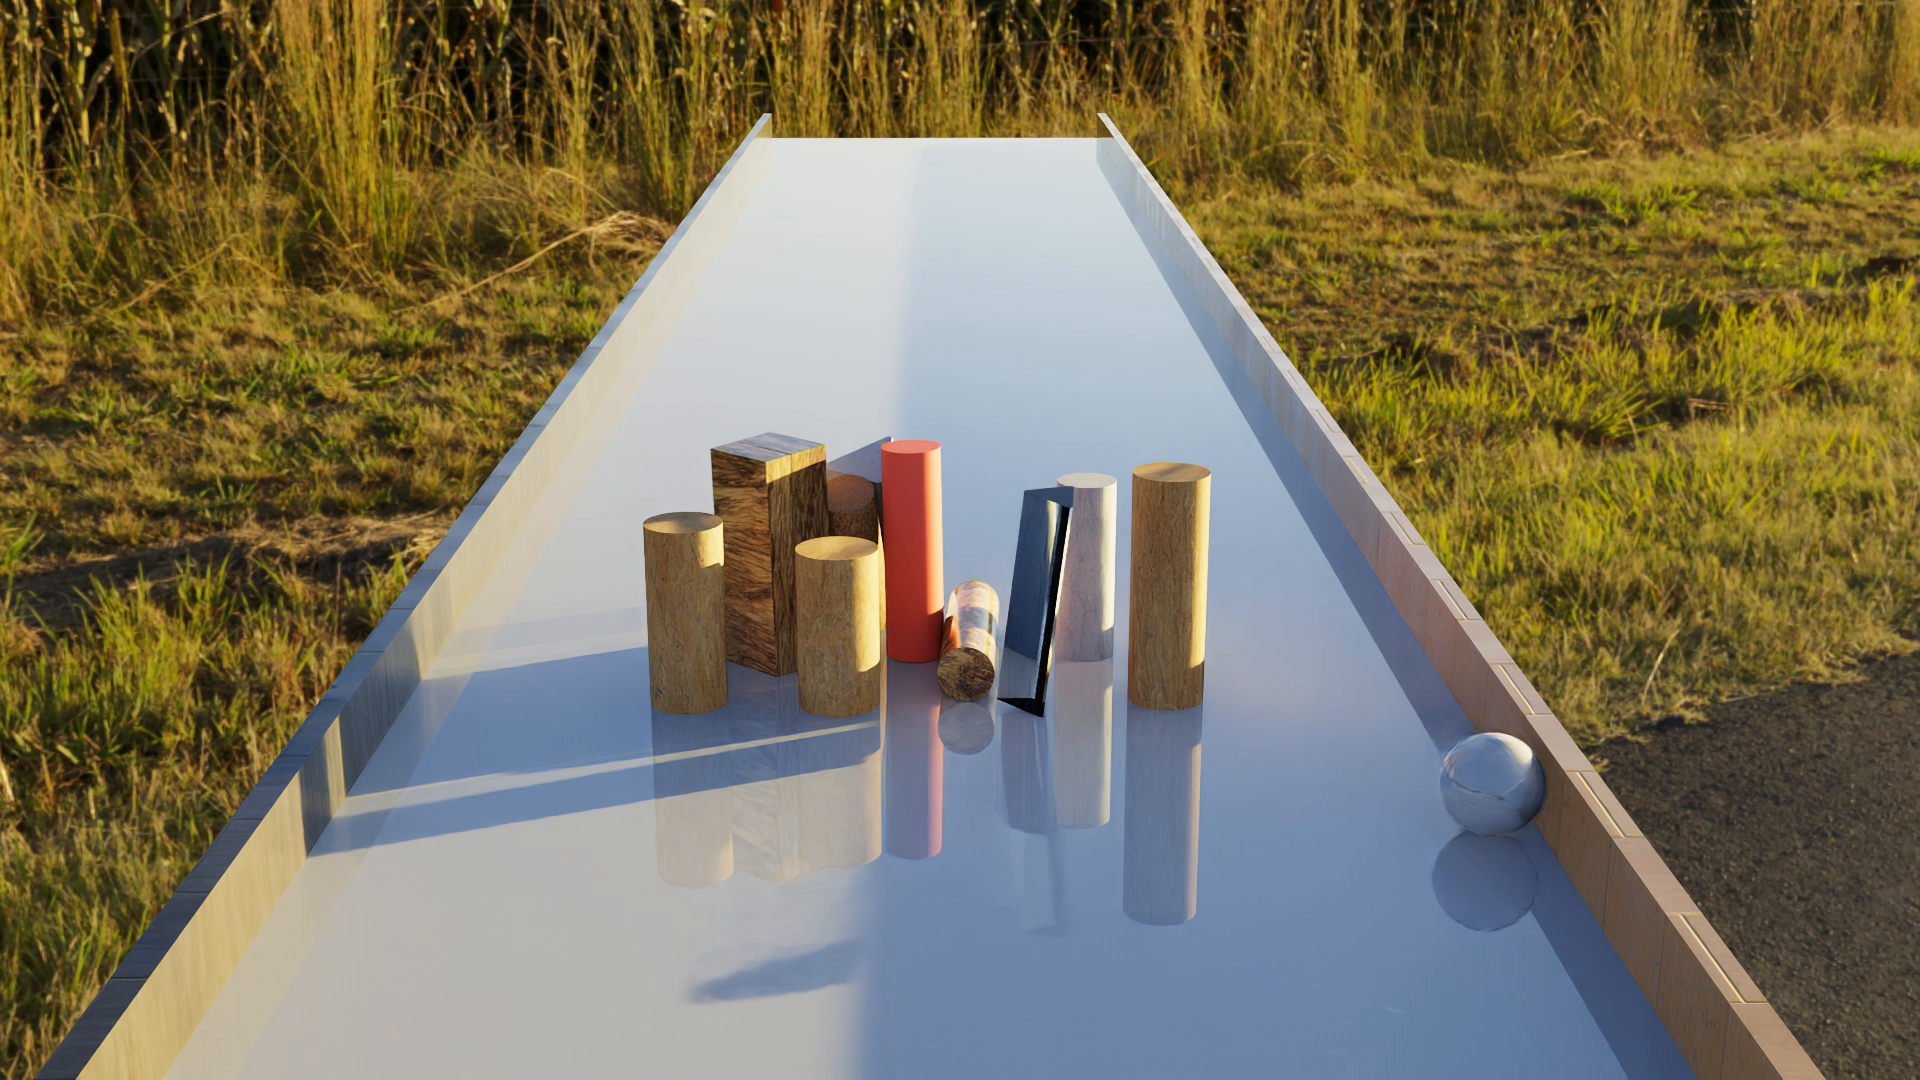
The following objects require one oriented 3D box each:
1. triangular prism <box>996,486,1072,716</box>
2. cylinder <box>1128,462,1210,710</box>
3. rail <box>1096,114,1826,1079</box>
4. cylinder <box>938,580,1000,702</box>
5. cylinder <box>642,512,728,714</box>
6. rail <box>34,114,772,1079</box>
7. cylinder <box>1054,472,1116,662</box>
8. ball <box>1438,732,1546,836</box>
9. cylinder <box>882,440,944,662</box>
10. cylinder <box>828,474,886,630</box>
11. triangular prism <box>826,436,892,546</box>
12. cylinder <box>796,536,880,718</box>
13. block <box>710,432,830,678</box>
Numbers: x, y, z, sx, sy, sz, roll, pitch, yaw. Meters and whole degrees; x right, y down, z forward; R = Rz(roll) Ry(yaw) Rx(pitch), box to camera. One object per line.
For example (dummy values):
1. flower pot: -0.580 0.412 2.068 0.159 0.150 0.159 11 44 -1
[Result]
1. triangular prism: 0.159 0.108 4.081 0.102 0.430 0.088 21 28 28
2. cylinder: 0.393 0.087 4.150 0.145 0.446 0.145 0 17 0
3. rail: 0.932 -0.844 7.801 0.050 0.150 12.000 0 17 -1
4. cylinder: 0.020 0.195 4.376 0.109 0.109 0.417 1 17 2
5. cylinder: -0.516 0.137 4.145 0.148 0.354 0.148 0 17 0
6. rail: -1.118 -0.838 7.780 0.050 0.150 12.000 0 17 -1
7. cylinder: 0.252 0.055 4.409 0.118 0.361 0.118 0 17 0
8. ball: 0.868 0.398 3.588 0.170 0.170 0.170 0 17 0
9. cylinder: -0.093 0.022 4.396 0.117 0.429 0.117 -1 16 0
10. cylinder: -0.210 0.033 4.483 0.112 0.348 0.112 -4 44 3
11. triangular prism: -0.140 -0.024 4.574 0.153 0.387 0.133 16 47 34
12. cylinder: -0.230 0.162 4.142 0.155 0.307 0.155 0 17 0
13. block: -0.370 0.027 4.356 0.158 0.440 0.158 15 24 40
